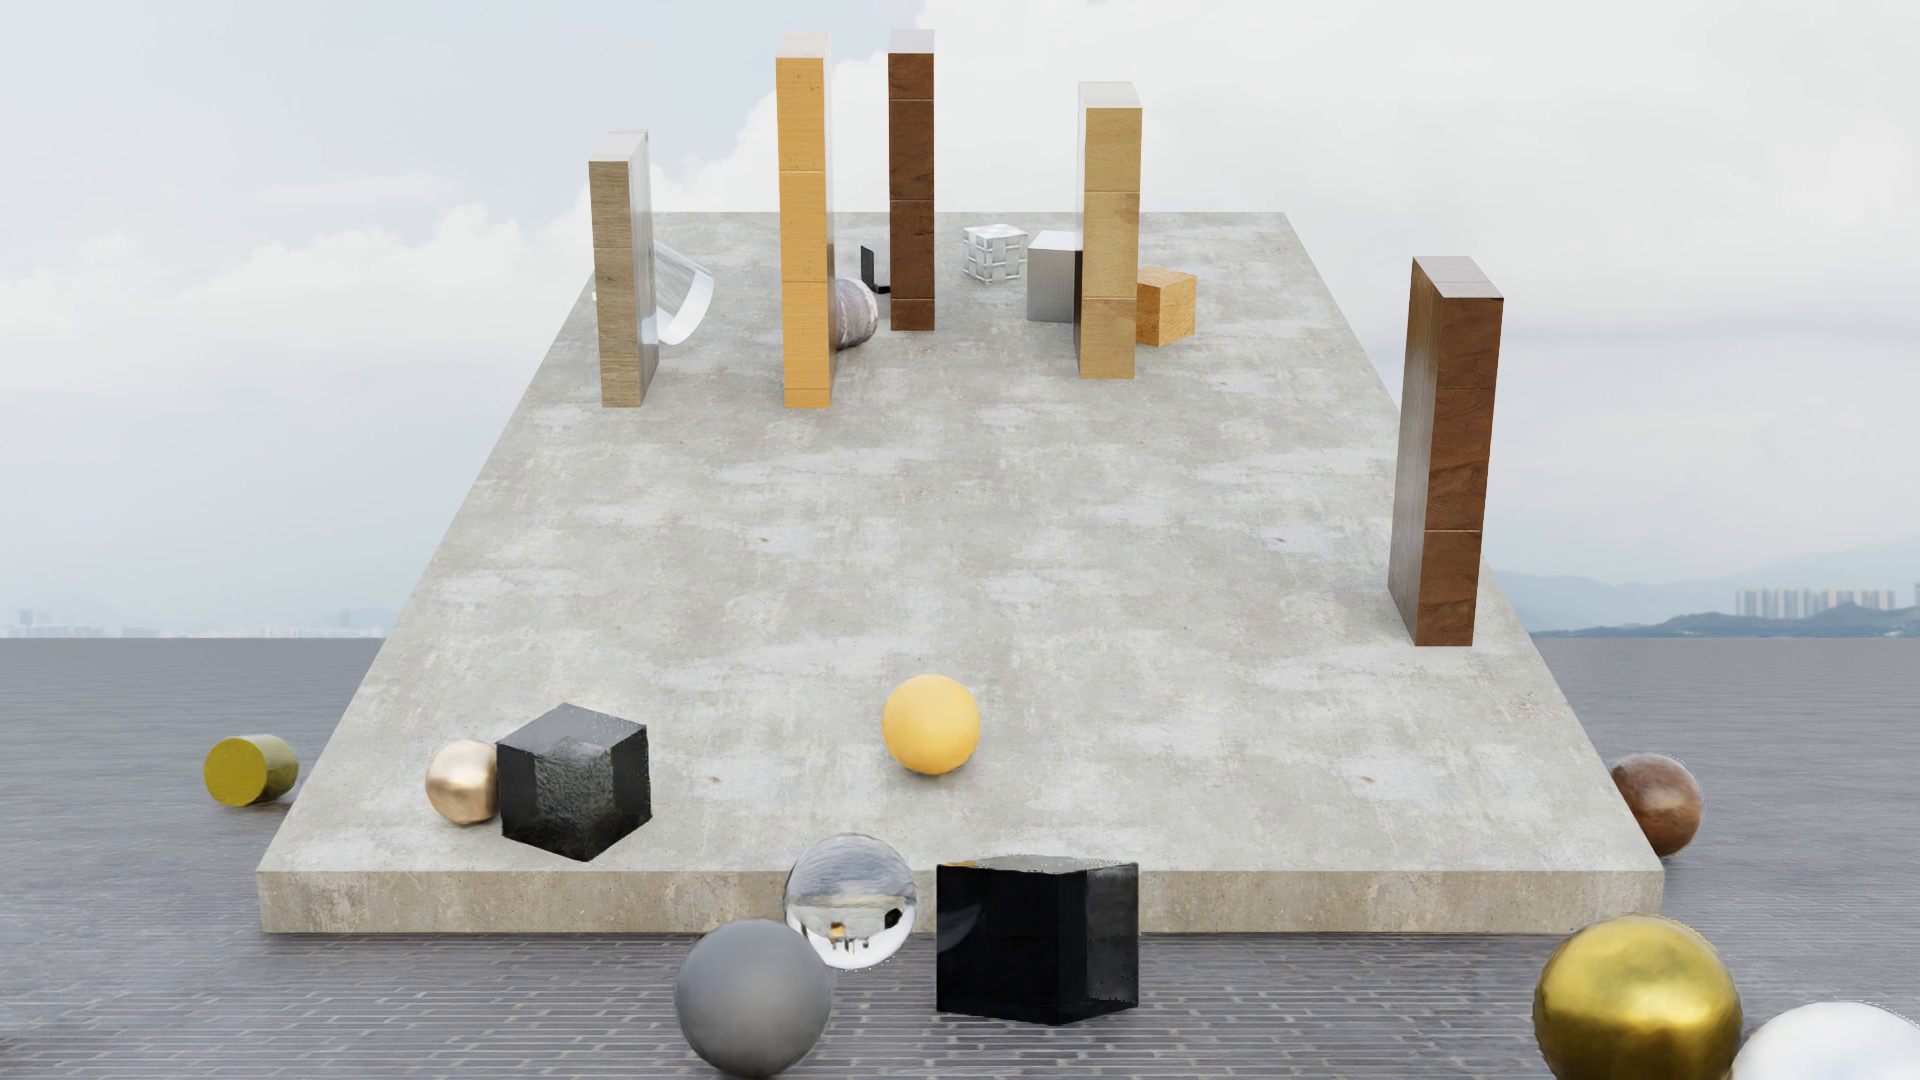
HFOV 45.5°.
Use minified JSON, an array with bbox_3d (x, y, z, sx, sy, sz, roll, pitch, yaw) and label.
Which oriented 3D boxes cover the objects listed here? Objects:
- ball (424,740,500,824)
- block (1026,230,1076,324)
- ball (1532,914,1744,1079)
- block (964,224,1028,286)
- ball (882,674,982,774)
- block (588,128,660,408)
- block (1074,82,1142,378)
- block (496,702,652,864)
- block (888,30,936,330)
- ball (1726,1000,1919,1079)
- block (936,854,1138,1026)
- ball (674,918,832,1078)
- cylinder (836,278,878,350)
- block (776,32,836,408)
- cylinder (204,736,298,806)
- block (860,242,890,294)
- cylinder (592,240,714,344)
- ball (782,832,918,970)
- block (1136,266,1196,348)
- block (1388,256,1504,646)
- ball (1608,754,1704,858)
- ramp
[{"bbox_3d":[-0.723,0.355,3.364,0.124,0.124,0.124,0,-2,0],"label":"ball"},{"bbox_3d":[0.285,-0.676,5.890,0.191,0.191,0.191,5,22,13],"label":"block"},{"bbox_3d":[0.600,0.423,2.032,0.179,0.179,0.179,0,-2,0],"label":"ball"},{"bbox_3d":[0.097,-0.776,6.227,0.130,0.130,0.130,-11,24,-26],"label":"block"},{"bbox_3d":[-0.044,0.282,3.511,0.154,0.154,0.154,0,-2,0],"label":"ball"},{"bbox_3d":[-0.768,-0.628,5.256,0.086,0.564,0.357,0,22,0],"label":"block"},{"bbox_3d":[0.347,-0.738,5.437,0.128,0.640,0.327,0,22,0],"label":"block"},{"bbox_3d":[-0.561,0.351,3.335,0.153,0.153,0.153,12,25,28],"label":"block"},{"bbox_3d":[-0.120,-0.917,5.813,0.111,0.694,0.362,0,22,0],"label":"block"},{"bbox_3d":[0.629,0.413,1.628,0.167,0.167,0.167,0,-2,0],"label":"ball"},{"bbox_3d":[0.089,0.453,2.619,0.166,0.166,0.166,-2,-3,36],"label":"block"},{"bbox_3d":[-0.201,0.444,2.226,0.152,0.152,0.152,0,-2,0],"label":"ball"},{"bbox_3d":[-0.315,-0.546,5.596,0.164,0.164,0.164,-2,14,45],"label":"cylinder"},{"bbox_3d":[-0.346,-0.730,5.210,0.102,0.789,0.350,0,22,0],"label":"block"},{"bbox_3d":[-1.770,0.576,5.719,0.169,0.169,0.169,0,-2,10],"label":"cylinder"},{"bbox_3d":[-0.193,-0.731,6.139,0.110,0.110,0.110,-11,24,-25],"label":"block"},{"bbox_3d":[-0.751,-0.617,5.599,0.210,0.210,0.210,28,-18,-35],"label":"cylinder"},{"bbox_3d":[-0.124,0.409,2.593,0.154,0.154,0.154,0,-2,0],"label":"ball"},{"bbox_3d":[0.482,-0.585,5.714,0.151,0.151,0.151,18,28,38],"label":"block"},{"bbox_3d":[0.839,-0.155,3.982,0.099,0.625,0.269,0,22,0],"label":"block"},{"bbox_3d":[1.312,0.506,4.361,0.199,0.199,0.199,0,-2,0],"label":"ball"},{"bbox_3d":[-0.006,-0.218,5.125,2.000,0.100,4.000,0,22,0],"label":"ramp"}]
